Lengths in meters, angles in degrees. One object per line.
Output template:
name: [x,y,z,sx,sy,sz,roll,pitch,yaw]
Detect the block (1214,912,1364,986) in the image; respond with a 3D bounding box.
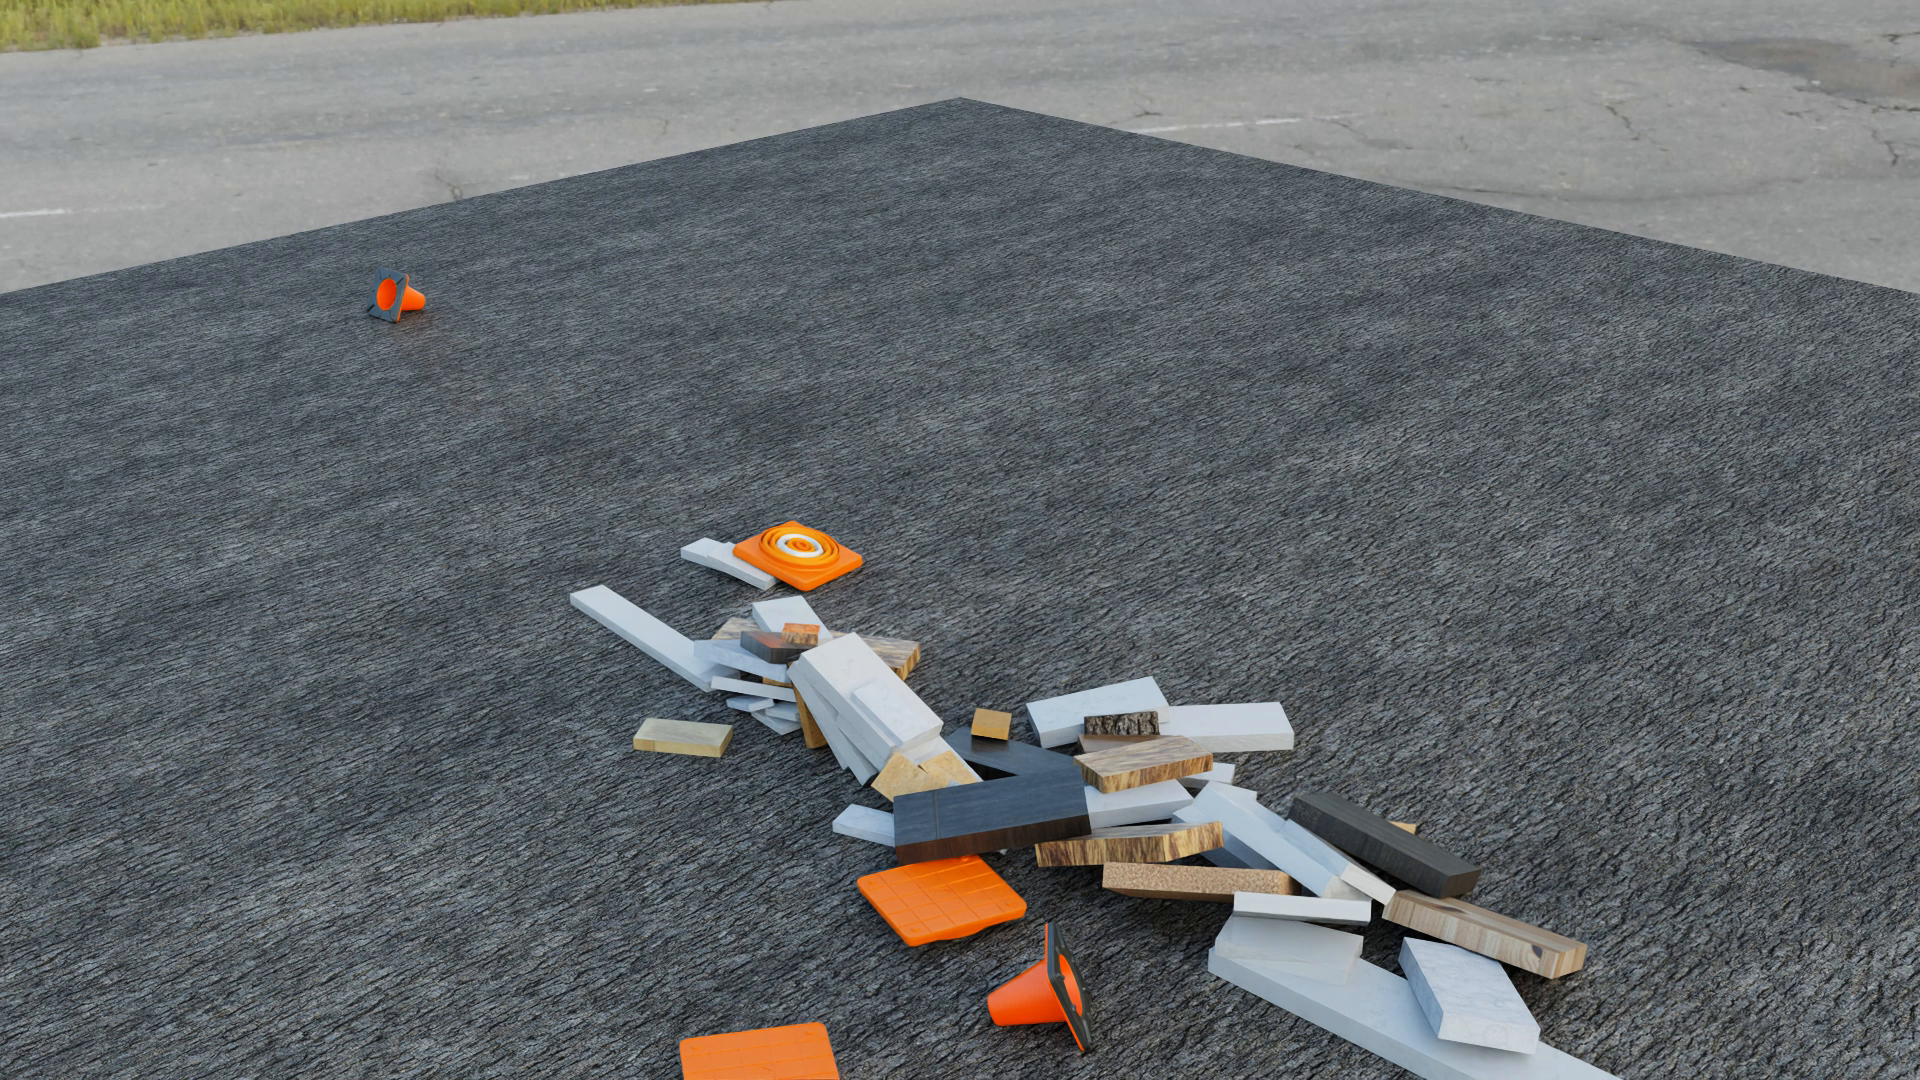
block: [0.584,0.720,3.903,0.236,0.033,0.118,10,25,22]

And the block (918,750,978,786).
block: [-0.001,0.506,4.442,0.086,0.024,0.172,-21,57,-40]

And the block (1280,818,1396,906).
block: [0.695,0.592,4.056,0.118,0.033,0.236,32,1,-23]

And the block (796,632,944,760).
block: [-0.188,0.322,4.568,0.148,0.042,0.297,-21,53,-40]

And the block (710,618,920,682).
block: [-0.338,0.255,5.107,0.471,0.040,0.143,7,24,16]

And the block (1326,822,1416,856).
block: [0.791,0.586,4.341,0.204,0.029,0.102,6,24,14]

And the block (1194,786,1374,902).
block: [0.598,0.578,4.082,0.329,0.047,0.165,34,0,43]

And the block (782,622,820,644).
block: [-0.356,0.209,4.927,0.080,0.023,0.160,4,5,-2]

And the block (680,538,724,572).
block: [-0.618,0.041,5.631,0.182,0.026,0.091,17,28,34]

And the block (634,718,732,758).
block: [-0.595,0.424,4.726,0.192,0.027,0.096,4,23,10]

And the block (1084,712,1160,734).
block: [0.346,0.411,4.690,0.157,0.078,0.022,-4,0,-8]

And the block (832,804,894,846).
block: [-0.164,0.571,4.386,0.160,0.023,0.080,11,25,23]

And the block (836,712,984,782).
block: [-0.106,0.438,4.533,0.148,0.042,0.297,-21,53,-40]

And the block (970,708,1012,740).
block: [0.068,0.396,4.737,0.078,0.022,0.157,9,9,2]

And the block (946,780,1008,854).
block: [0.035,0.547,4.348,0.172,0.086,0.024,22,-13,30]

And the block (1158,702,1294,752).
block: [0.564,0.406,4.751,0.285,0.040,0.143,-2,23,-4]

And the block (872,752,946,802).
block: [-0.088,0.504,4.394,0.172,0.024,0.086,33,82,32]

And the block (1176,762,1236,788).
block: [0.442,0.483,4.595,0.254,0.022,0.078,6,24,13]

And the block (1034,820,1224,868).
block: [0.317,0.573,4.142,0.165,0.047,0.329,-6,-4,-43]

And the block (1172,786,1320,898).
block: [0.585,0.599,4.241,0.168,0.048,0.336,-18,35,-36]

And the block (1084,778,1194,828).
block: [0.324,0.523,4.373,0.253,0.036,0.126,-6,17,-14]

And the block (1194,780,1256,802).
block: [0.512,0.552,4.423,0.102,0.029,0.204,12,26,26]

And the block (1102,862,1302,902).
block: [0.445,0.631,4.036,0.329,0.047,0.165,-1,-15,23]

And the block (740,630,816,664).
block: [-0.395,0.239,4.876,0.123,0.035,0.246,3,5,-21]

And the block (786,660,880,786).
block: [-0.223,0.363,4.634,0.149,0.042,0.297,-21,67,-40]

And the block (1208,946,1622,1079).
block: [0.852,0.859,3.678,0.970,0.046,0.162,20,30,39]

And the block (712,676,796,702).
block: [-0.408,0.336,4.864,0.273,0.027,0.096,7,-3,24]

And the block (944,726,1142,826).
block: [0.181,0.486,4.569,0.490,0.036,0.126,13,26,29]

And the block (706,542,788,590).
block: [-0.536,0.065,5.527,0.182,0.026,0.091,24,32,22]

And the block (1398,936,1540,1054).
block: [0.866,0.775,3.759,0.162,0.046,0.325,10,12,-2]

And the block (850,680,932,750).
block: [-0.142,0.355,4.495,0.080,0.023,0.160,-23,54,-41]

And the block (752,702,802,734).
block: [-0.400,0.390,4.820,0.058,0.017,0.117,-18,29,-35]

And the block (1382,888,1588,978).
block: [0.945,0.705,3.965,0.325,0.046,0.162,16,6,33]

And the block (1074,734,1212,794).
block: [0.373,0.455,4.472,0.253,0.036,0.126,-9,17,-23]

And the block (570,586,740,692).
block: [-0.727,0.227,5.193,0.091,0.026,0.615,-17,29,-35]

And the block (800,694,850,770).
block: [-0.250,0.388,4.662,0.094,0.027,0.188,-19,71,-38]

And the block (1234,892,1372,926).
block: [0.604,0.653,3.893,0.236,0.033,0.118,3,-13,8]

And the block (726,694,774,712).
block: [-0.464,0.359,4.850,0.059,0.017,0.117,-14,9,-30]

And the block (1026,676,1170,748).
block: [0.299,0.374,4.771,0.285,0.040,0.143,-12,24,-6]

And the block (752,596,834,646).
block: [-0.392,0.202,5.137,0.123,0.035,0.246,-8,24,-19]

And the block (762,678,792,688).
block: [-0.364,0.303,4.936,0.096,0.027,0.192,6,5,15]

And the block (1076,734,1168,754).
block: [0.355,0.442,4.610,0.204,0.029,0.102,1,18,-7]

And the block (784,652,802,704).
block: [-0.308,0.332,4.742,0.094,0.188,0.027,-20,8,-38]

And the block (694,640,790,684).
block: [-0.442,0.268,4.897,0.123,0.035,0.370,1,6,-39]

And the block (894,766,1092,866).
block: [0.060,0.532,4.251,0.373,0.048,0.168,-10,28,2]

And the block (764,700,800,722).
block: [-0.367,0.371,4.786,0.058,0.017,0.117,-18,14,-36]

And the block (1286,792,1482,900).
block: [0.807,0.580,4.193,0.336,0.048,0.168,26,12,32]

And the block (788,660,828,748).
block: [-0.303,0.342,4.712,0.094,0.188,0.027,-15,5,-39]
